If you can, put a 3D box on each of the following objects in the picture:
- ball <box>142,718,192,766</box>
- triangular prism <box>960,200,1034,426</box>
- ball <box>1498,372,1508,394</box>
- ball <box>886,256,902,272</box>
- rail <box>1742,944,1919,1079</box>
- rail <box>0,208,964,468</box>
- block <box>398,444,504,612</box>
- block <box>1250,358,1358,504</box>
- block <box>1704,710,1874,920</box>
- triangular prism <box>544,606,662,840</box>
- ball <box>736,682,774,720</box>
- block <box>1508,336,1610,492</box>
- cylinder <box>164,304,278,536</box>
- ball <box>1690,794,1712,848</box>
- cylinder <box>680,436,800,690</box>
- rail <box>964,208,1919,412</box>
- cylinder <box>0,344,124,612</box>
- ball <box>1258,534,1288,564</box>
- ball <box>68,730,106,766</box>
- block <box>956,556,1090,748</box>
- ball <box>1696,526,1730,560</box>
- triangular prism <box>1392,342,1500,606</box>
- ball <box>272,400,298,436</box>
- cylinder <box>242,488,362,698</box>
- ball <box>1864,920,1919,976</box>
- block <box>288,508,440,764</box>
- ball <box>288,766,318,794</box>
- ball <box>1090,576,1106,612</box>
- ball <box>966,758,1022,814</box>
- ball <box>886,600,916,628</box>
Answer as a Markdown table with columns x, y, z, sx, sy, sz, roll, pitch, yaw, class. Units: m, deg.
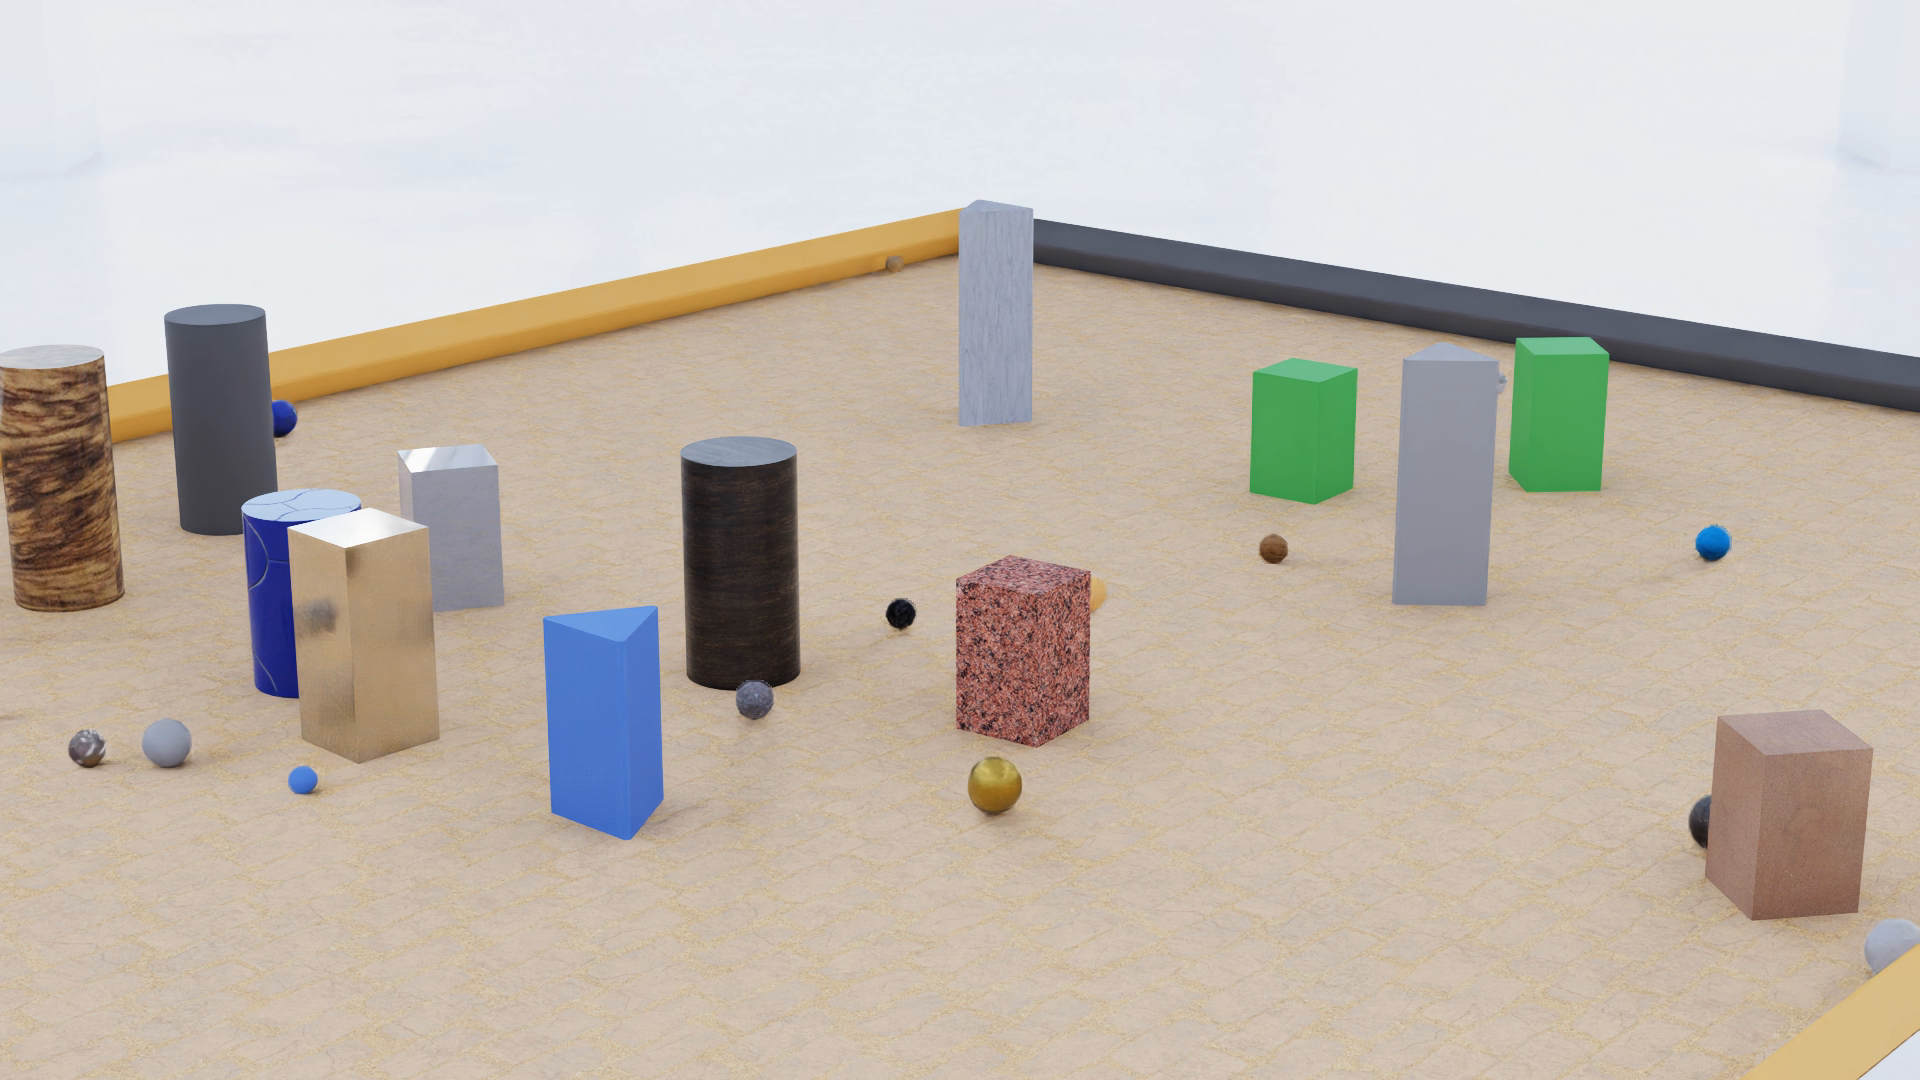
| x | y | z | sx | sy | sz | roll | pitch | yaw | class |
| --- | --- | --- | --- | --- | --- | --- | --- | --- | --- |
| -1.169 | 0.298 | 4.322 | 0.071 | 0.071 | 0.071 | 0 | 17 | 0 | ball |
| 0.058 | -0.487 | 6.246 | 0.159 | 0.459 | 0.138 | -5 | 17 | -15 | triangular prism |
| 1.186 | -0.348 | 6.492 | 0.051 | 0.051 | 0.051 | 0 | 17 | 0 | ball |
| -0.176 | -0.732 | 7.774 | 0.043 | 0.043 | 0.043 | 0 | 17 | 0 | ball |
| 1.484 | 0.403 | 3.888 | 0.045 | 0.119 | 4.617 | 14 | 22 | 39 | rail |
| -1.484 | -0.343 | 6.354 | 0.045 | 0.119 | 4.617 | 14 | 22 | 39 | rail |
| -0.880 | -0.021 | 5.065 | 0.147 | 0.251 | 0.147 | -6 | 18 | -19 | block |
| 0.670 | -0.214 | 5.716 | 0.147 | 0.243 | 0.147 | 12 | 21 | 35 | block |
| 1.086 | 0.359 | 3.848 | 0.147 | 0.229 | 0.147 | -3 | 17 | -10 | block |
| -0.474 | 0.246 | 4.116 | 0.159 | 0.290 | 0.138 | 14 | 22 | 39 | triangular prism |
| -0.316 | 0.246 | 4.514 | 0.059 | 0.059 | 0.059 | 0 | 17 | 0 | ball |
| 1.178 | -0.248 | 5.774 | 0.147 | 0.275 | 0.147 | -1 | 17 | -3 | block |
| -1.379 | -0.226 | 5.486 | 0.184 | 0.401 | 0.184 | 0 | 17 | 0 | cylinder |
| 1.040 | 0.387 | 4.010 | 0.082 | 0.082 | 0.082 | 0 | 17 | 0 | ball |
| -0.349 | 0.036 | 4.675 | 0.184 | 0.368 | 0.184 | 0 | 17 | 0 | cylinder |
| 1.498 | -0.470 | 6.773 | 3.978 | 0.119 | 0.045 | 14 | 22 | 39 | rail |
| -1.550 | -0.107 | 5.045 | 0.184 | 0.428 | 0.184 | 0 | 17 | 0 | cylinder |
| 0.565 | 0.016 | 5.287 | 0.053 | 0.053 | 0.053 | 0 | 17 | 0 | ball |
| -1.287 | 0.306 | 4.325 | 0.054 | 0.054 | 0.054 | 0 | 17 | 0 | ball |
| 0.096 | 0.168 | 4.462 | 0.147 | 0.240 | 0.147 | 11 | 20 | 33 | block |
| 1.363 | 0.006 | 5.307 | 0.061 | 0.061 | 0.061 | 0 | 17 | 0 | ball |
| 0.831 | -0.115 | 5.064 | 0.159 | 0.433 | 0.138 | 1 | 17 | 3 | triangular prism |
| -1.427 | -0.256 | 6.146 | 0.075 | 0.075 | 0.075 | 0 | 17 | 0 | ball |
| -1.035 | 0.084 | 4.652 | 0.184 | 0.291 | 0.184 | 0 | 17 | 0 | cylinder |
| 1.156 | 0.507 | 3.619 | 0.078 | 0.078 | 0.078 | 0 | 17 | 0 | ball |
| -0.891 | 0.141 | 4.386 | 0.147 | 0.334 | 0.147 | 16 | 23 | 42 | block |
| -0.946 | 0.345 | 4.222 | 0.040 | 0.040 | 0.040 | 0 | 17 | 0 | ball |
| 0.219 | 0.092 | 5.017 | 0.063 | 0.063 | 0.063 | 0 | 17 | 0 | ball |
| 0.049 | 0.347 | 4.146 | 0.079 | 0.079 | 0.079 | 0 | 17 | 0 | ball |
| -0.100 | 0.125 | 4.932 | 0.050 | 0.050 | 0.050 | 0 | 17 | 0 | ball |
